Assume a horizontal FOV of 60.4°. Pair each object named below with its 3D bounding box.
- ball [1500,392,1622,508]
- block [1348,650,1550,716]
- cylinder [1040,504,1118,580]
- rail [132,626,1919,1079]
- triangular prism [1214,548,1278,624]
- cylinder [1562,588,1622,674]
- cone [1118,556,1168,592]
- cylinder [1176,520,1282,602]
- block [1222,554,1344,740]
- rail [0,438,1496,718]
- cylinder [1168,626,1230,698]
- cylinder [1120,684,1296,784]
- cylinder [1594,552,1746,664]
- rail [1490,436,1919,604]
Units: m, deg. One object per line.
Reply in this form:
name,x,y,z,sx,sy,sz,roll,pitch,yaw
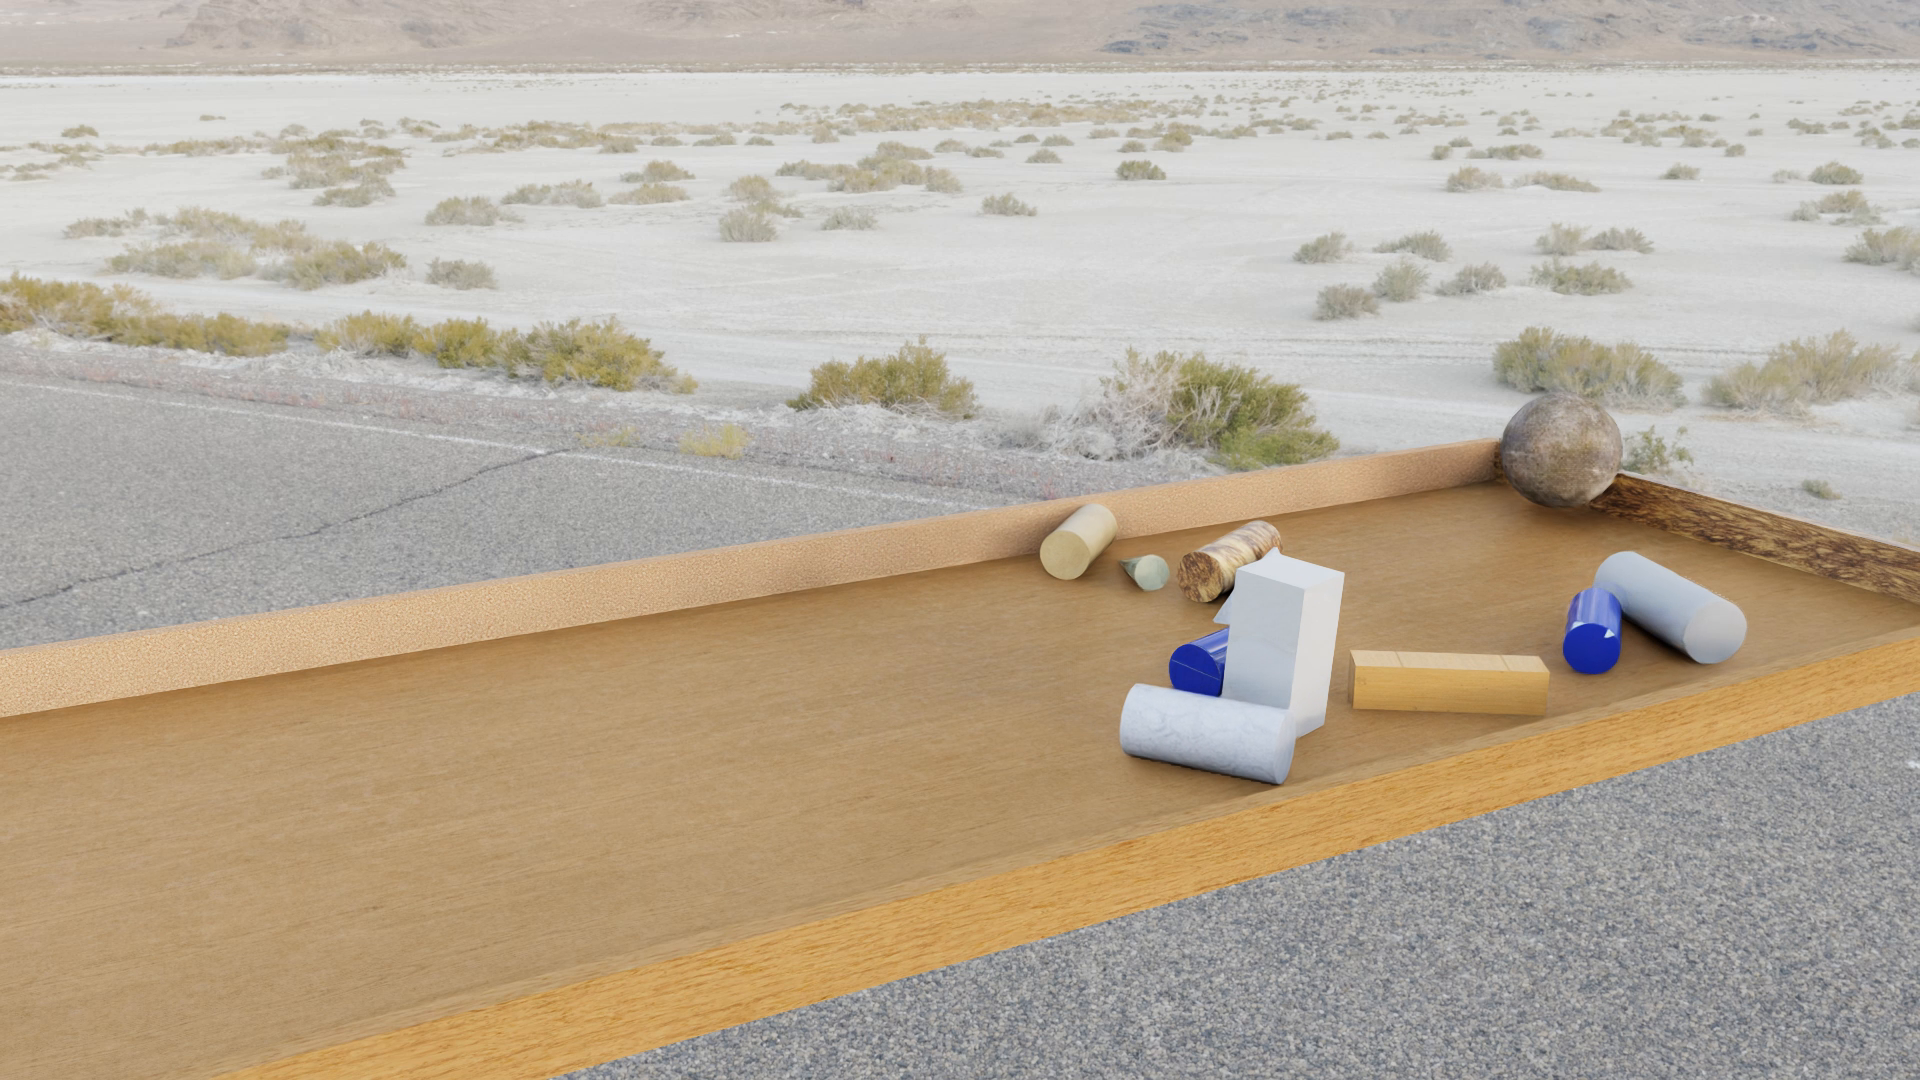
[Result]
ball,2.031,-0.301,5.576,0.390,0.390,0.390,0,16,0
block,1.176,0.344,3.990,0.450,0.109,0.109,2,16,5
cylinder,0.369,0.002,5.079,0.153,0.153,0.332,6,17,19
rail,-2.336,1.006,1.665,12.000,0.150,0.050,-9,18,-27
triangular prism,0.846,0.127,4.697,0.139,0.121,0.382,7,18,24
cylinder,1.656,0.235,4.313,0.136,0.136,0.312,6,18,21
cone,0.526,0.082,4.984,0.106,0.106,0.303,-4,7,-13
cylinder,0.803,0.060,4.887,0.150,0.150,0.405,11,20,33
block,0.742,0.250,3.811,0.178,0.377,0.178,18,22,38
rail,-3.305,0.497,3.399,12.000,0.150,0.050,-9,18,-27
cylinder,0.693,0.289,4.100,0.154,0.154,0.365,15,22,42
cylinder,0.545,0.423,3.630,0.350,0.161,0.161,8,18,26
cylinder,1.905,0.176,4.448,0.173,0.173,0.446,-3,17,-8
rail,2.466,-0.048,5.253,0.050,0.150,2.100,-9,18,-27
